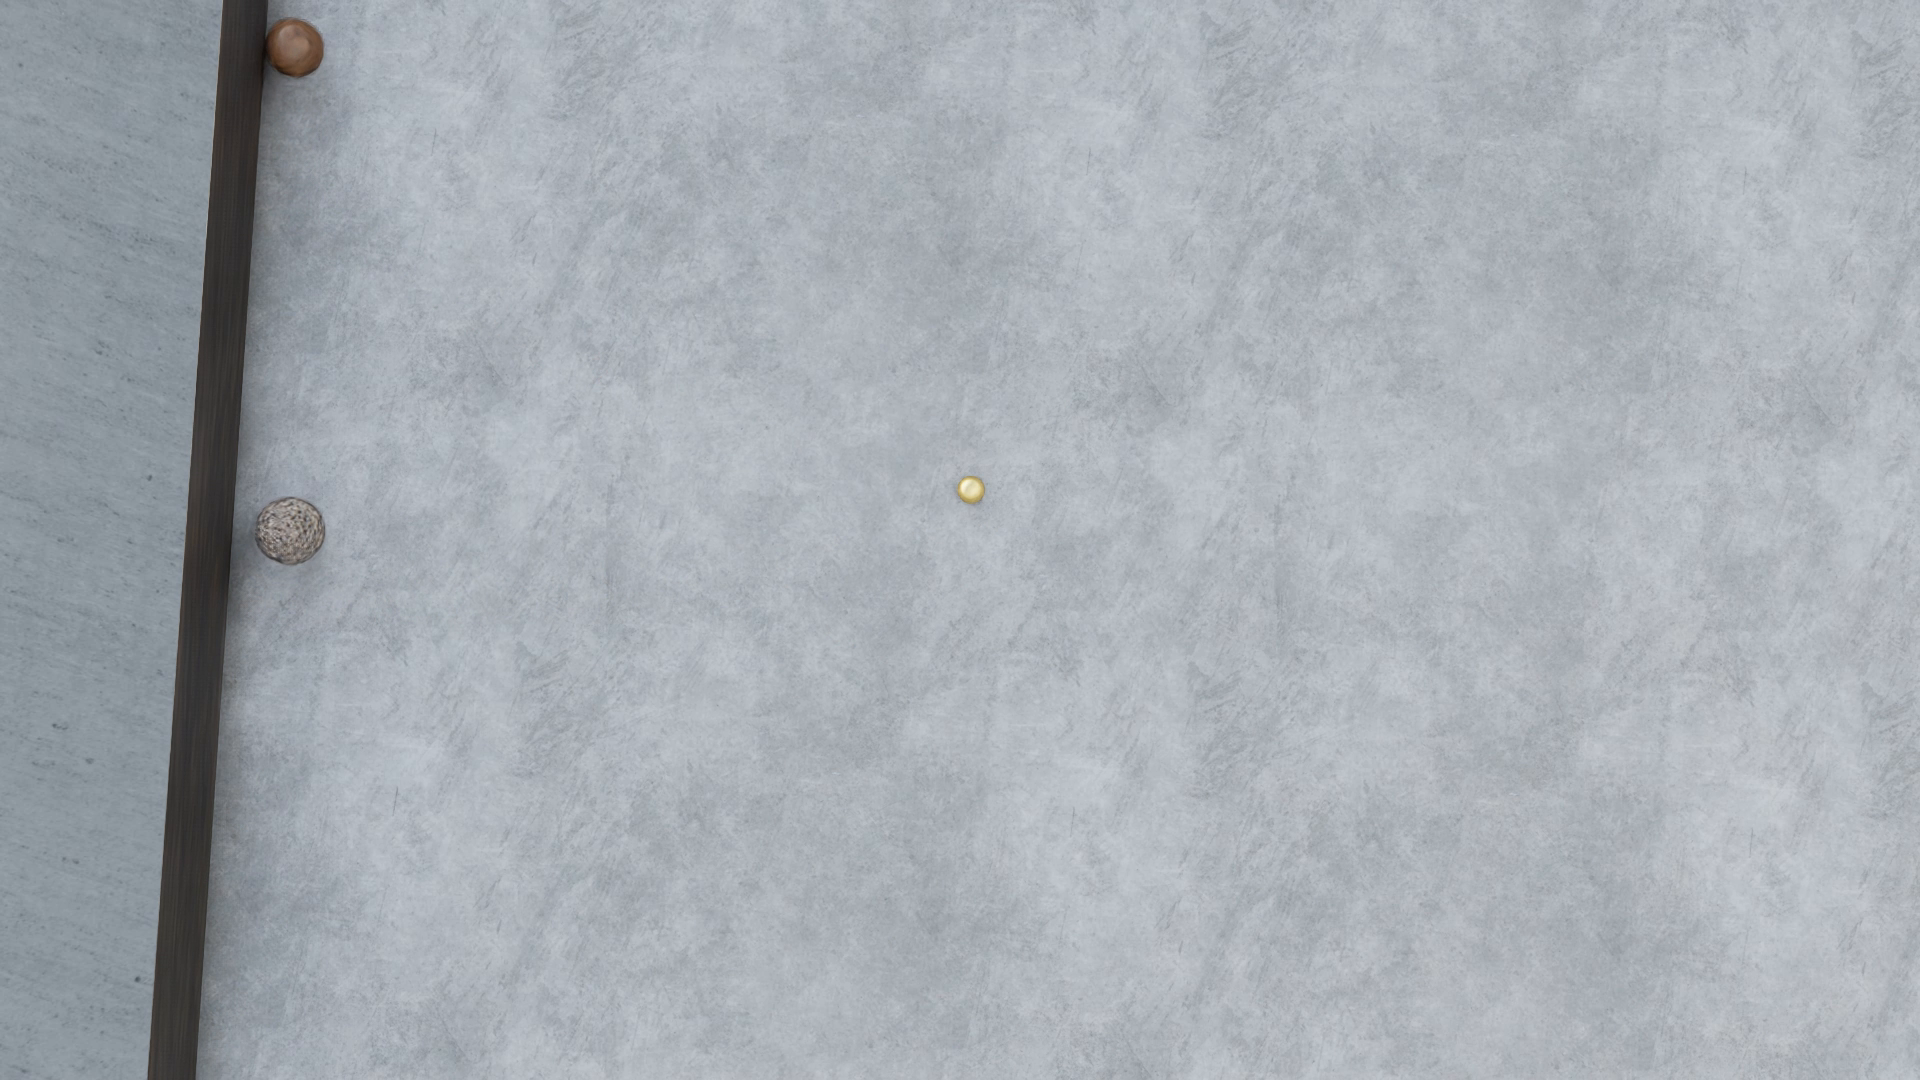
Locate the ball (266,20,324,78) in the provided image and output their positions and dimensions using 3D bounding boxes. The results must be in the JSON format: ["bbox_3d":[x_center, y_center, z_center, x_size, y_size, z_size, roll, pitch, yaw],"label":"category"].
[{"bbox_3d":[-1.007,-0.744,3.330,0.086,0.086,0.086,0,84,0],"label":"ball"}]

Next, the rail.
[{"bbox_3d":[-1.090,-0.036,3.227,0.045,0.129,2.544,2,84,0],"label":"rail"}]

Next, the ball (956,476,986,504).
[{"bbox_3d":[0.017,-0.075,3.276,0.042,0.042,0.042,0,84,0],"label":"ball"}]

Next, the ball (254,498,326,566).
[{"bbox_3d":[-0.988,-0.013,3.241,0.100,0.100,0.100,0,84,0],"label":"ball"}]
